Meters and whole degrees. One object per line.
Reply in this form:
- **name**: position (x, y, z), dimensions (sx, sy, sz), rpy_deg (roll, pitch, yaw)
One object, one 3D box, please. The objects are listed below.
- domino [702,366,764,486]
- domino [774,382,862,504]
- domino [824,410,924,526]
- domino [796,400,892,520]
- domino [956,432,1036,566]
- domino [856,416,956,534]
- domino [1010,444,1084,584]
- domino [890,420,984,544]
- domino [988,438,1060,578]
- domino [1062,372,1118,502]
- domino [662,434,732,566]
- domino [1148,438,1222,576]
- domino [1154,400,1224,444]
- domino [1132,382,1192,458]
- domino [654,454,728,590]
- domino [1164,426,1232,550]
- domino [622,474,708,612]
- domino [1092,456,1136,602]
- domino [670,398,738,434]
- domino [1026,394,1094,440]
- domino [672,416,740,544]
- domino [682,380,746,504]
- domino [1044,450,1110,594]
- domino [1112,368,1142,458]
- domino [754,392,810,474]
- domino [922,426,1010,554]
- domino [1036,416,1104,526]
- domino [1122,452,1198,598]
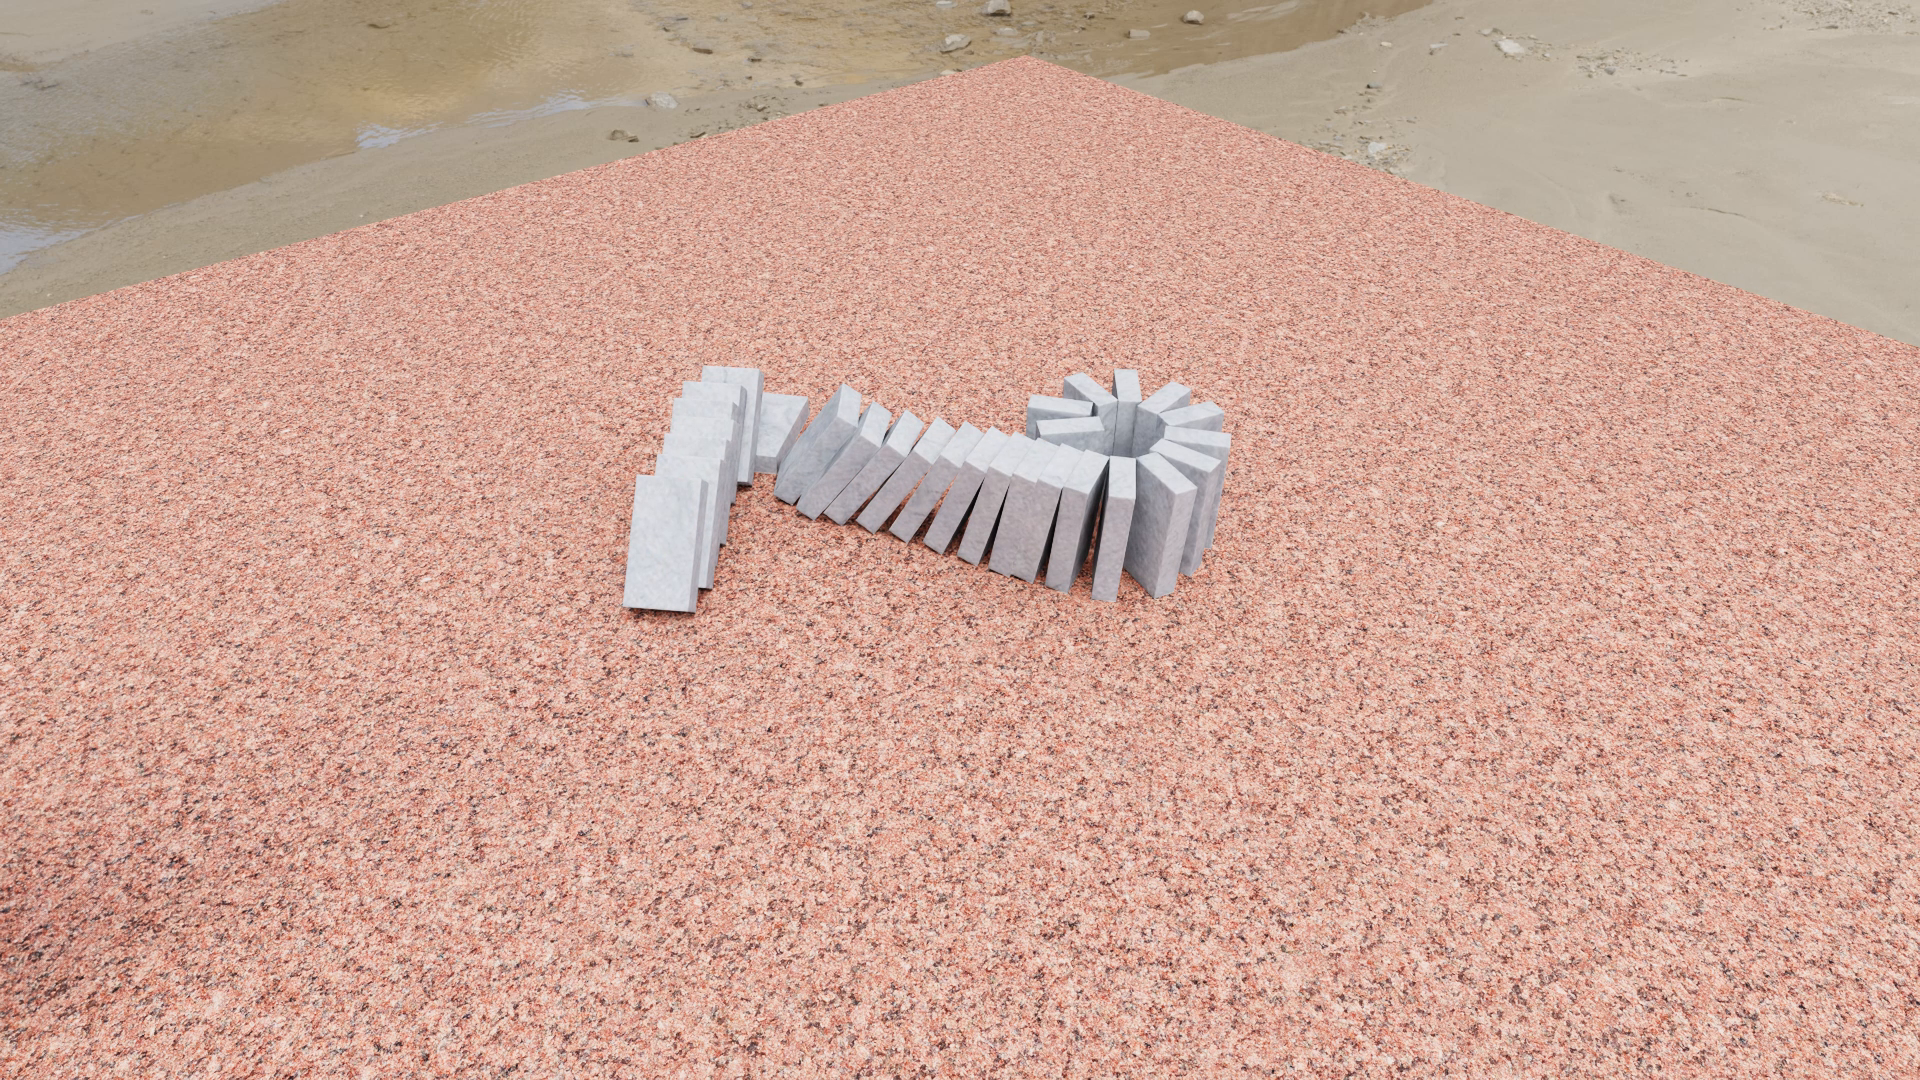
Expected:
- **domino**: position (-0.101, -0.050, 0.479), dimensions (0.025, 0.009, 0.050), rpy_deg (4, 82, 5)
- **domino**: position (-0.060, -0.040, 0.464), dimensions (0.010, 0.050, 0.025), rpy_deg (31, 33, -22)
- **domino**: position (-0.035, -0.029, 0.450), dimensions (0.010, 0.050, 0.025), rpy_deg (37, 40, -12)
- **domino**: position (-0.048, -0.032, 0.455), dimensions (0.009, 0.050, 0.025), rpy_deg (34, 37, -17)
- **domino**: position (0.014, -0.016, 0.430), dimensions (0.010, 0.050, 0.025), rpy_deg (28, 45, 8)
- **domino**: position (-0.022, -0.026, 0.445), dimensions (0.010, 0.050, 0.025), rpy_deg (38, 43, -7)
- **domino**: position (0.033, -0.010, 0.423), dimensions (0.009, 0.050, 0.025), rpy_deg (24, 44, 12)
- **domino**: position (-0.010, -0.023, 0.440), dimensions (0.009, 0.050, 0.025), rpy_deg (35, 44, -2)
- **domino**: position (0.025, -0.012, 0.426), dimensions (0.009, 0.050, 0.025), rpy_deg (24, 44, 12)
- **domino**: position (0.053, -0.042, 0.463), dimensions (0.010, 0.050, 0.025), rpy_deg (-20, 43, -22)
- **domino**: position (-0.107, -0.016, 0.437), dimensions (0.025, 0.010, 0.050), rpy_deg (6, 84, 5)
- **domino**: position (0.084, -0.012, 0.426), dimensions (0.025, 0.050, 0.010), rpy_deg (25, 44, 27)
- **domino**: position (0.091, -0.031, 0.449), dimensions (0.025, 0.050, 0.009), rpy_deg (-15, 41, -17)
- **domino**: position (0.082, -0.038, 0.458), dimensions (0.009, 0.050, 0.025), rpy_deg (29, 48, 31)
- **domino**: position (-0.107, -0.007, 0.426), dimensions (0.025, 0.009, 0.050), rpy_deg (5, 84, 5)
- **domino**: position (0.091, -0.020, 0.436), dimensions (0.025, 0.050, 0.009), rpy_deg (8, 40, 10)
- **domino**: position (-0.111, 0.001, 0.416), dimensions (0.025, 0.010, 0.050), rpy_deg (4, 84, 5)
- **domino**: position (0.058, -0.004, 0.416), dimensions (0.009, 0.050, 0.025), rpy_deg (7, 40, 4)
- **domino**: position (-0.108, -0.033, 0.458), dimensions (0.025, 0.010, 0.050), rpy_deg (4, 84, 5)
- **domino**: position (0.040, -0.035, 0.454), dimensions (0.025, 0.050, 0.009), rpy_deg (9, 40, 11)
- **domino**: position (-0.106, -0.024, 0.447), dimensions (0.025, 0.010, 0.050), rpy_deg (5, 84, 5)
- **domino**: position (-0.107, -0.041, 0.469), dimensions (0.025, 0.009, 0.050), rpy_deg (4, 84, 5)
- **domino**: position (0.044, -0.007, 0.419), dimensions (0.009, 0.050, 0.025), rpy_deg (20, 43, 15)
- **domino**: position (0.069, -0.044, 0.465), dimensions (0.010, 0.050, 0.025), rpy_deg (1, 39, 2)
- **domino**: position (-0.088, -0.050, 0.504), dimensions (0.025, 0.010, 0.050), rpy_deg (7, 40, 8)
- **domino**: position (0.003, -0.019, 0.435), dimensions (0.010, 0.050, 0.025), rpy_deg (33, 45, 3)
- **domino**: position (0.043, -0.025, 0.442), dimensions (0.025, 0.050, 0.009), rpy_deg (-5, 40, -6)
- **domino**: position (0.074, -0.005, 0.417), dimensions (0.010, 0.050, 0.025), rpy_deg (-16, 43, -23)
